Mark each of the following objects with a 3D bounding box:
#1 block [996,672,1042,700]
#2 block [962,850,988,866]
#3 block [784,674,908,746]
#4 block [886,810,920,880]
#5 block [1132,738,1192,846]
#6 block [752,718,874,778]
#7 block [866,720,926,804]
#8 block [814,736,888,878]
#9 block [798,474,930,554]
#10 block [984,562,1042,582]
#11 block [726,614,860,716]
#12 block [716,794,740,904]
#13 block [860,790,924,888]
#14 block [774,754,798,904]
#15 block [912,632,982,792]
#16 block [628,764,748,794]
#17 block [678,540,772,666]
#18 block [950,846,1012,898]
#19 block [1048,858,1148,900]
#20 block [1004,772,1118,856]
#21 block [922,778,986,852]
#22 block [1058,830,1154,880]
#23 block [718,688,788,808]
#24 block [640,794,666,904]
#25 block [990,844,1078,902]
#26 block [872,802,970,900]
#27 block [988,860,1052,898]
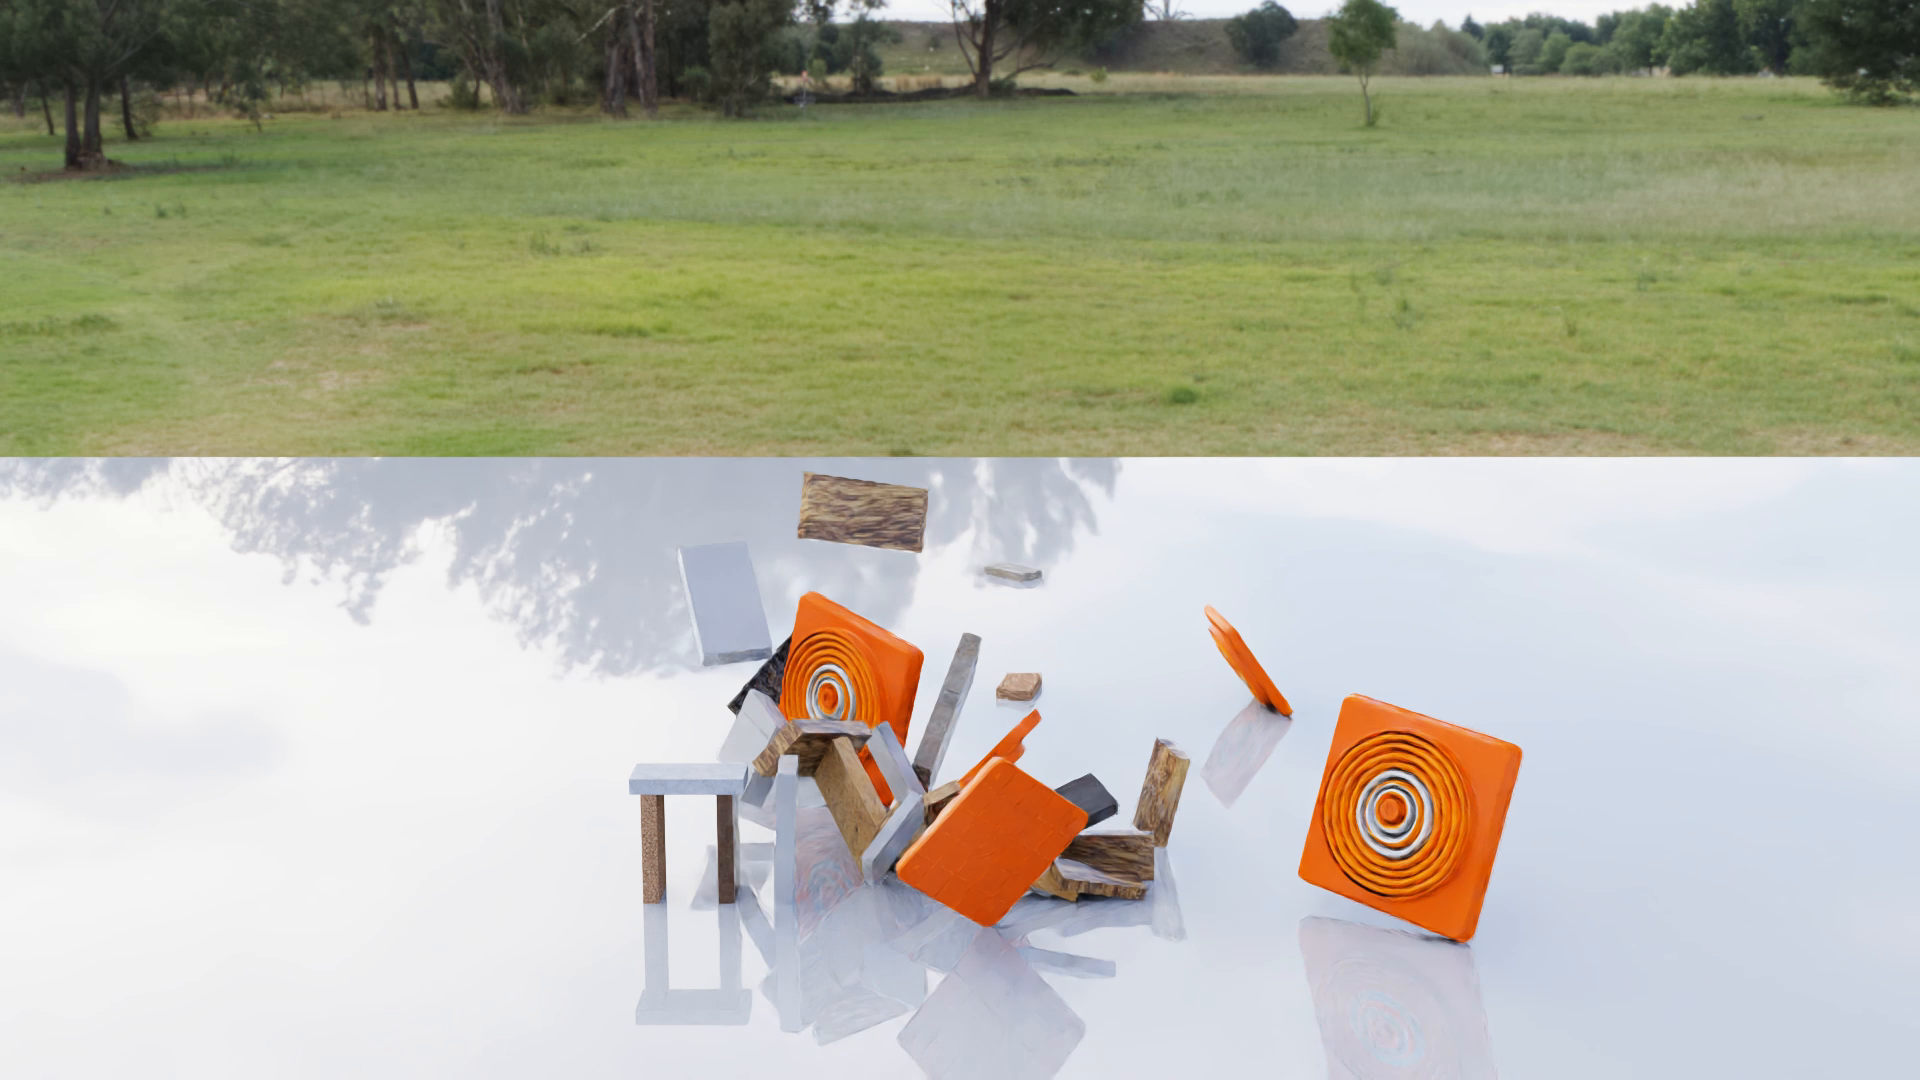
[{"bbox_3d":[0.135,0.332,4.994,0.081,0.023,0.161,2,11,11],"label":"block"},{"bbox_3d":[-0.006,0.548,3.753,0.111,0.055,0.016,7,54,32],"label":"block"},{"bbox_3d":[-0.234,0.366,4.499,0.128,0.036,0.257,42,35,20],"label":"block"},{"bbox_3d":[-0.116,0.522,3.795,0.024,0.085,0.171,6,6,-31],"label":"block"},{"bbox_3d":[0.359,0.449,3.918,0.024,0.172,0.086,6,17,-27],"label":"block"},{"bbox_3d":[-0.252,0.360,3.795,0.031,0.111,0.222,51,19,24],"label":"block"},{"bbox_3d":[-0.112,0.409,3.908,0.024,0.171,0.085,-26,-6,-25],"label":"block"},{"bbox_3d":[-0.177,0.458,3.757,0.031,0.111,0.222,-8,52,-32],"label":"block"},{"bbox_3d":[-0.190,-0.052,4.359,0.256,0.128,0.036,7,-3,-27],"label":"block"},{"bbox_3d":[0.152,0.092,6.289,0.081,0.023,0.161,-9,14,-39],"label":"block"},{"bbox_3d":[-0.343,0.296,4.547,0.283,0.142,0.040,-50,8,-38],"label":"block"},{"bbox_3d":[-0.384,0.499,3.650,0.026,0.186,0.093,0,11,0],"label":"block"},{"bbox_3d":[-0.108,0.486,3.580,0.021,0.074,0.148,24,55,22],"label":"block"},{"bbox_3d":[-0.289,0.480,3.651,0.031,0.222,0.111,2,10,-3],"label":"block"},{"bbox_3d":[-0.029,0.330,4.034,0.036,0.128,0.325,17,48,6],"label":"block"},{"bbox_3d":[-0.447,0.394,3.630,0.186,0.026,0.093,0,11,0],"label":"block"},{"bbox_3d":[-0.484,0.129,4.529,0.142,0.040,0.283,-6,52,-16],"label":"block"},{"bbox_3d":[0.035,0.553,3.658,0.111,0.016,0.055,32,9,-11],"label":"block"},{"bbox_3d":[0.229,0.562,3.646,0.149,0.021,0.074,10,17,-17],"label":"block"},{"bbox_3d":[0.169,0.456,3.668,0.172,0.024,0.086,-23,41,-19],"label":"block"},{"bbox_3d":[-0.018,0.481,3.754,0.086,0.172,0.024,-25,48,-2],"label":"block"},{"bbox_3d":[0.249,0.537,3.734,0.161,0.081,0.023,0,9,-2],"label":"block"},{"bbox_3d":[-0.367,0.370,3.944,0.040,0.142,0.284,25,3,-17],"label":"block"},{"bbox_3d":[-0.509,0.499,3.650,0.026,0.186,0.093,0,11,0],"label":"block"},{"bbox_3d":[0.124,0.554,3.655,0.148,0.021,0.074,21,10,-3],"label":"block"},{"bbox_3d":[-0.058,0.518,3.667,0.171,0.024,0.086,38,31,0],"label":"block"},{"bbox_3d":[0.100,0.562,3.667,0.111,0.016,0.055,21,10,-4],"label":"block"}]
